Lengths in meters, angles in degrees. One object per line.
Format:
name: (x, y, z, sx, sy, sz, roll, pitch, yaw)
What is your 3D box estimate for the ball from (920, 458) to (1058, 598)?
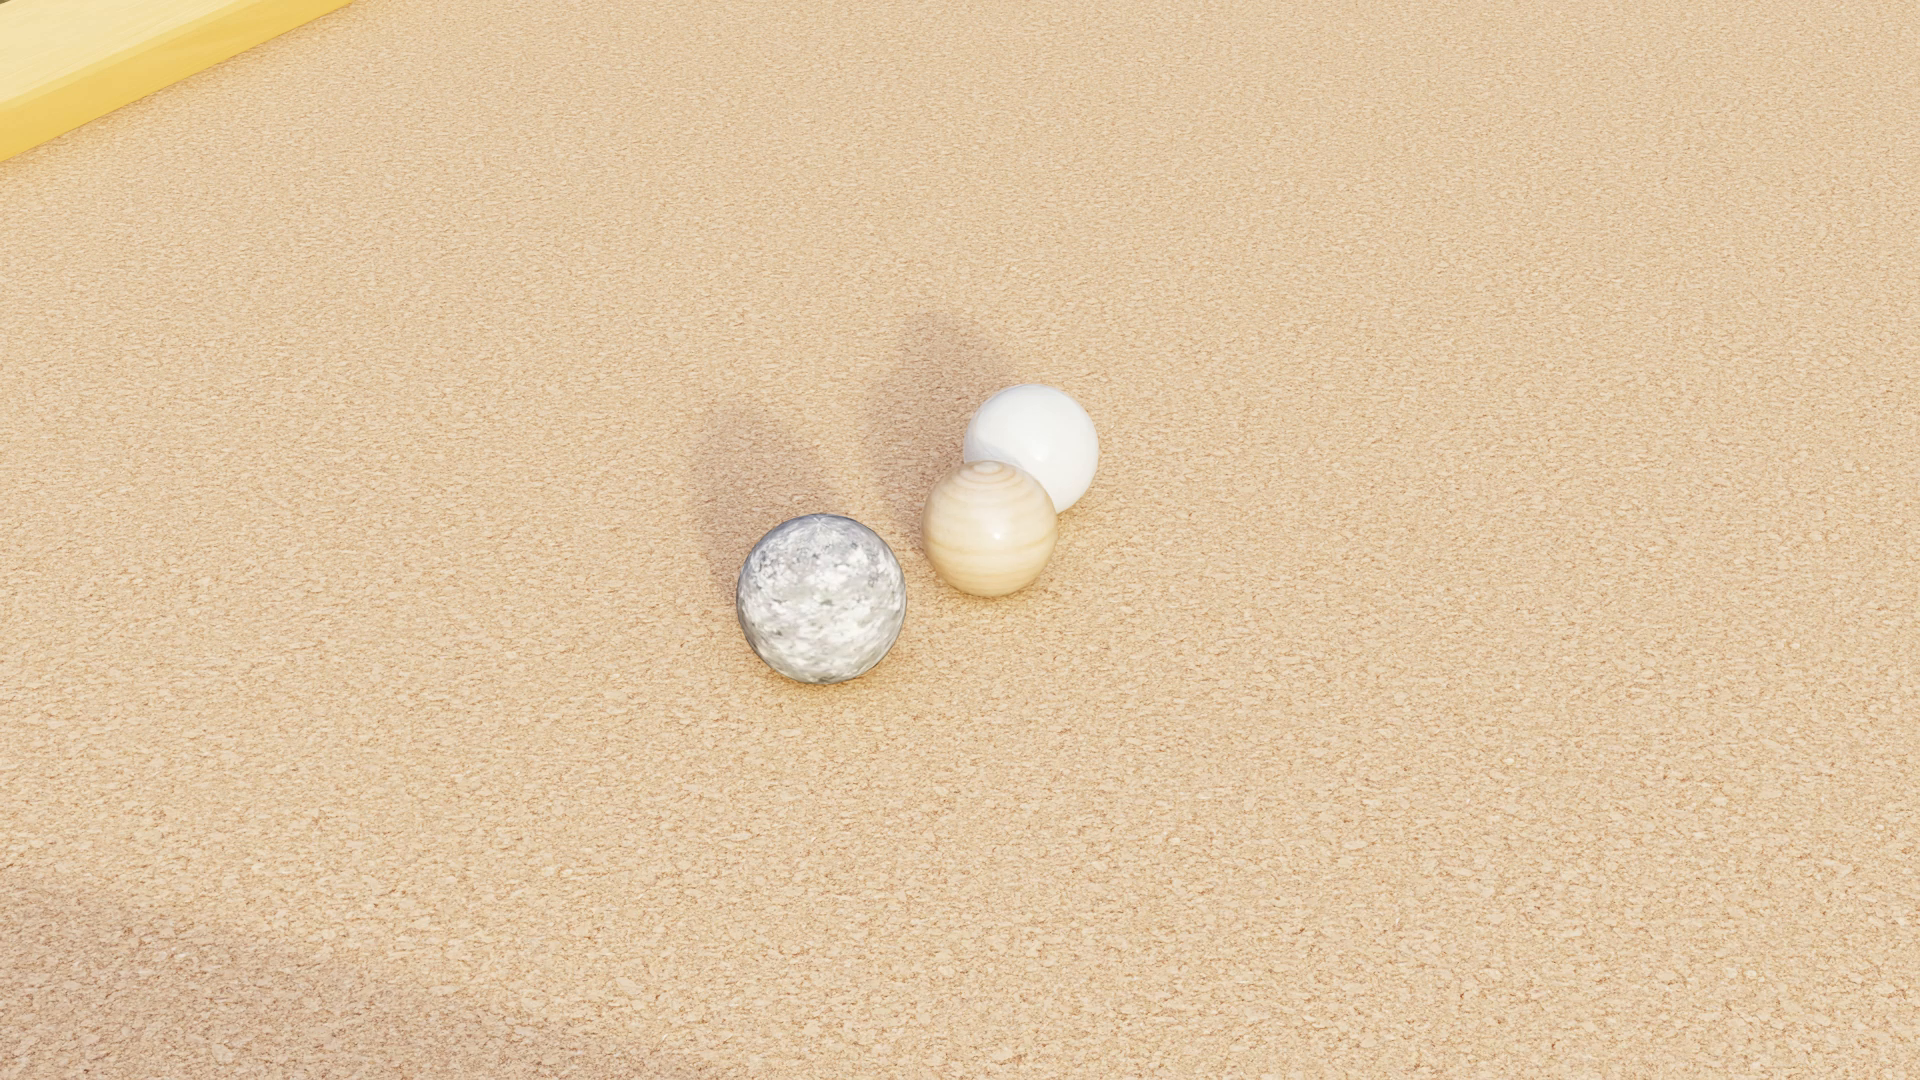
ball: (0.017, -0.007, 1.760, 0.083, 0.083, 0.083, 0, 27, 0)

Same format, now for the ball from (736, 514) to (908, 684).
ball: (-0.078, 0.033, 1.663, 0.097, 0.097, 0.097, 0, 27, 0)

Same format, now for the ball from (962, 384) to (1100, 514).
ball: (0.045, -0.056, 1.852, 0.086, 0.086, 0.086, 0, 27, 0)

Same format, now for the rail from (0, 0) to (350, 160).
rail: (-0.581, -0.576, 2.836, 0.045, 0.126, 3.540, 11, 29, 21)
